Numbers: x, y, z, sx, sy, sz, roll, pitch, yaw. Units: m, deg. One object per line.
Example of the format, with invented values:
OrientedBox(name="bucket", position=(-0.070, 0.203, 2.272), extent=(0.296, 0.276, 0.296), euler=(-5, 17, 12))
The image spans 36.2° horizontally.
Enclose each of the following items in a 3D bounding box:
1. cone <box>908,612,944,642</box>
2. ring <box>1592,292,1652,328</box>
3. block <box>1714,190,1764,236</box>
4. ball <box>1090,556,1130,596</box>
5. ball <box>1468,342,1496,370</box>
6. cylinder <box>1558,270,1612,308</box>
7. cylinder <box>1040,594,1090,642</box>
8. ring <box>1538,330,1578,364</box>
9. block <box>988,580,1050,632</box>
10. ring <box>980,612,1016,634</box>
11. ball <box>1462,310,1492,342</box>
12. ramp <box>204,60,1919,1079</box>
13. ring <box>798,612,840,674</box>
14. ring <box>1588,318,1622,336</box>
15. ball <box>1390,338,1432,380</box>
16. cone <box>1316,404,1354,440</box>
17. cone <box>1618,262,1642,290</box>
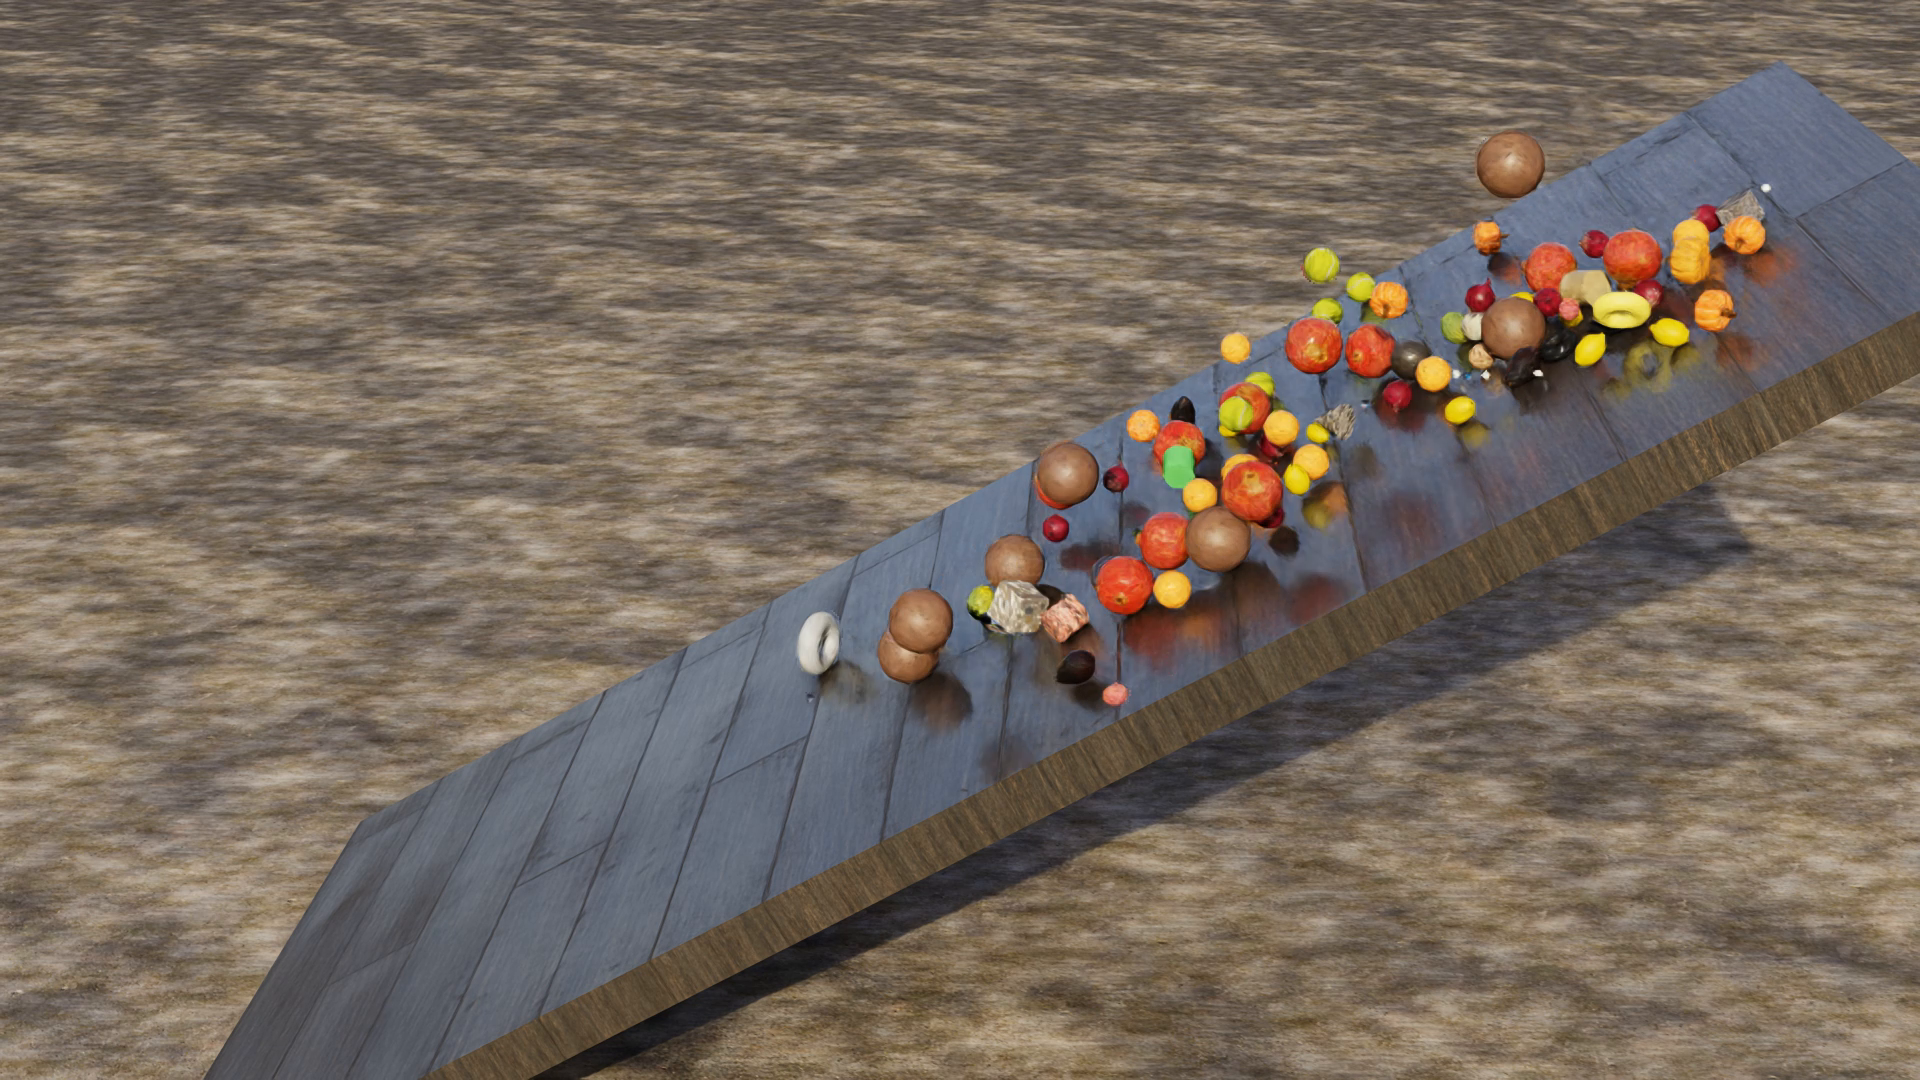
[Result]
OrientedBox(name="cone", position=(-0.060, 0.198, 6.324), extent=(0.072, 0.072, 0.072), euler=(22, 28, 38))
OrientedBox(name="ring", position=(1.261, -0.438, 5.606), extent=(0.110, 0.037, 0.110), euler=(6, -23, 3))
OrientedBox(name="block", position=(1.550, -0.650, 5.846), extent=(0.058, 0.058, 0.058), euler=(-19, 20, 50))
OrientedBox(name="ball", position=(0.302, 0.072, 5.914), extent=(0.082, 0.082, 0.082), euler=(0, 18, 0))
OrientedBox(name="ball", position=(1.053, -0.370, 5.932), extent=(0.055, 0.055, 0.055), euler=(0, 18, 0))
OrientedBox(name="cylinder", position=(1.260, -0.507, 5.929), extent=(0.074, 0.074, 0.074), euler=(-9, 6, -25))
OrientedBox(name="cylinder", position=(0.209, 0.156, 5.843), extent=(0.070, 0.070, 0.070), euler=(-39, 29, -9))
OrientedBox(name="ring", position=(1.172, -0.379, 5.763), extent=(0.083, 0.028, 0.083), euler=(-31, 25, 17))
OrientedBox(name="block", position=(0.118, 0.135, 5.921), extent=(0.076, 0.076, 0.076), euler=(2, 29, -41))
OrientedBox(name="ring", position=(0.081, 0.168, 5.995), extent=(0.082, 0.027, 0.082), euler=(17, -18, 6))
OrientedBox(name="ball", position=(1.075, -0.445, 6.120), extent=(0.064, 0.064, 0.064), euler=(0, 18, 0))
OrientedBox(name="ramp", position=(0.142, 0.168, 6.284), extent=(4.000, 0.100, 2.000), euler=(-28, 15, 12))
OrientedBox(name="ring", position=(-0.313, 0.229, 6.537), extent=(0.048, 0.144, 0.144), euler=(10, 21, 26))
OrientedBox(name="ring", position=(1.270, -0.427, 5.718), extent=(0.102, 0.034, 0.102), euler=(-27, 9, 5))
OrientedBox(name="ball", position=(0.938, -0.375, 6.117), extent=(0.087, 0.087, 0.087), euler=(0, 18, 0))
OrientedBox(name="cone", position=(0.751, -0.243, 5.991), extent=(0.074, 0.074, 0.074), euler=(6, 18, 42))
OrientedBox(name="cone", position=(1.335, -0.540, 5.915), extent=(0.056, 0.056, 0.056), euler=(-31, 20, 12))
